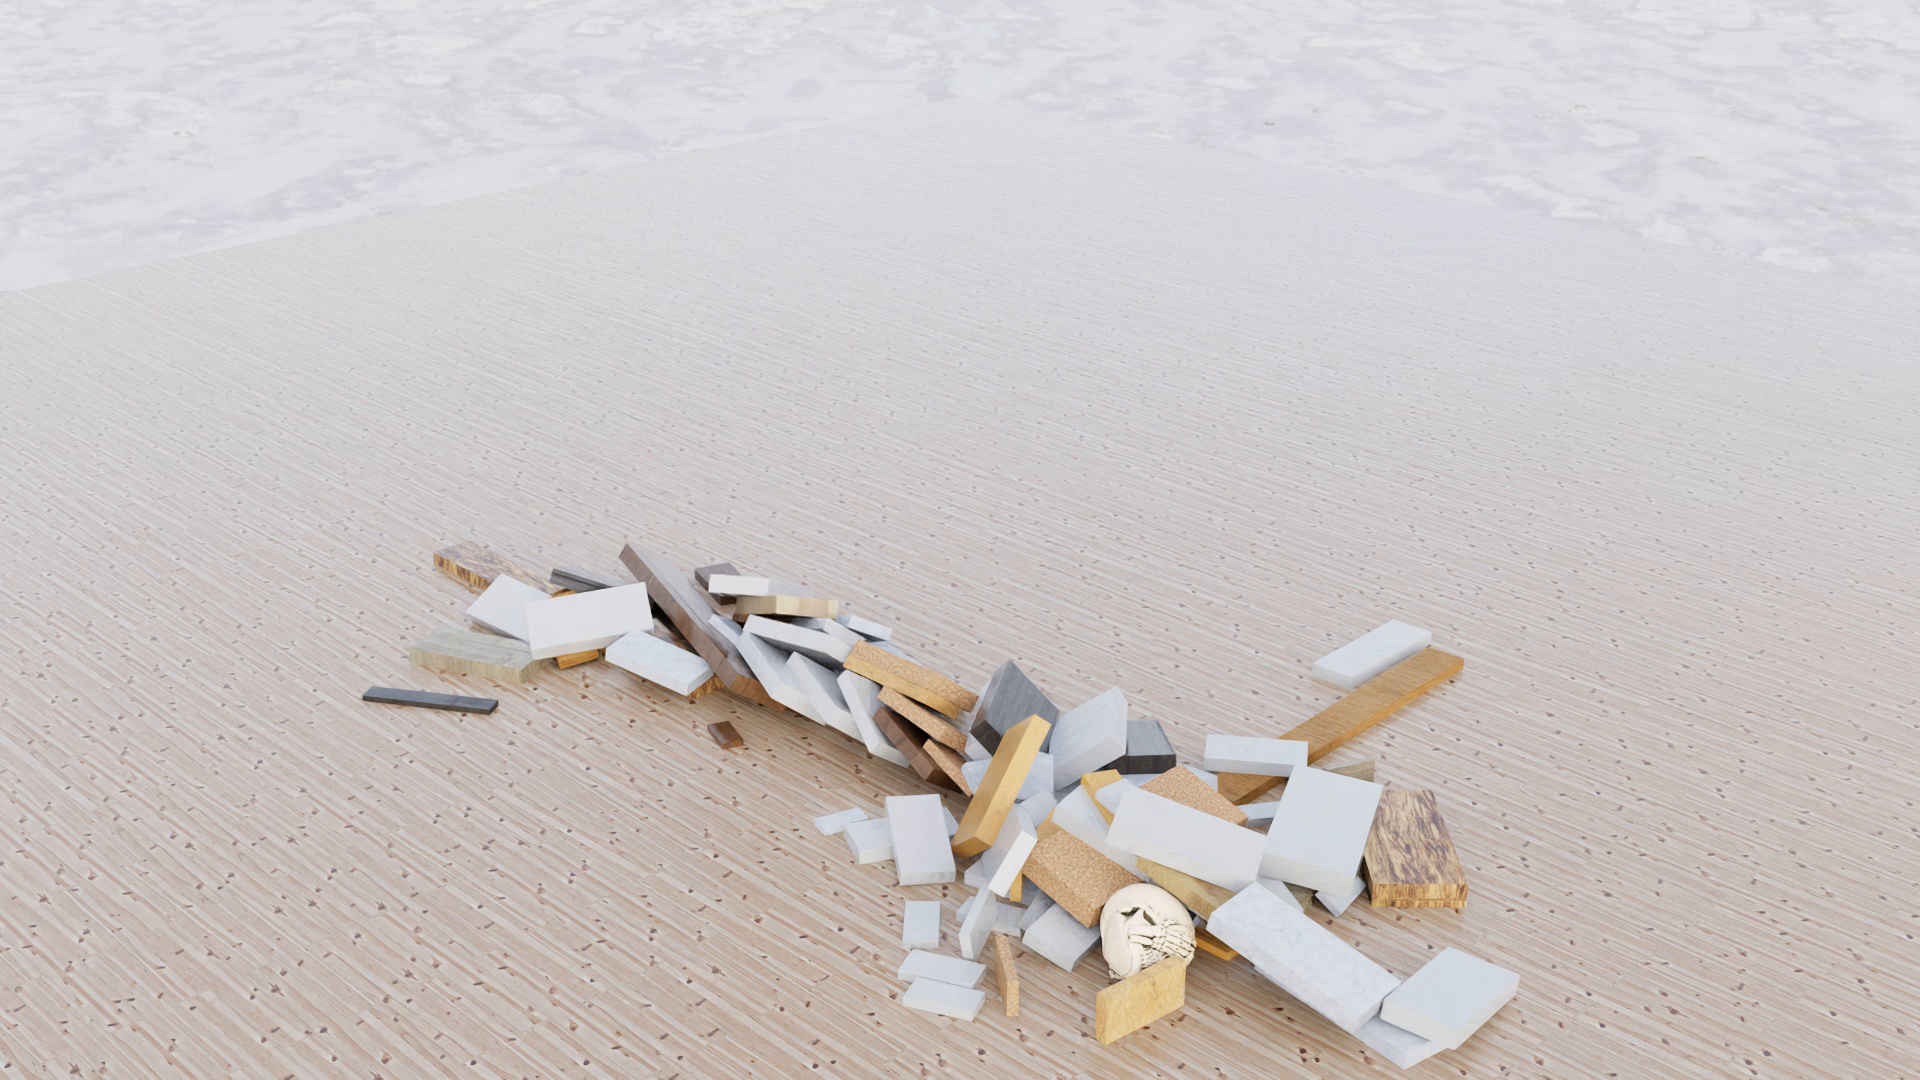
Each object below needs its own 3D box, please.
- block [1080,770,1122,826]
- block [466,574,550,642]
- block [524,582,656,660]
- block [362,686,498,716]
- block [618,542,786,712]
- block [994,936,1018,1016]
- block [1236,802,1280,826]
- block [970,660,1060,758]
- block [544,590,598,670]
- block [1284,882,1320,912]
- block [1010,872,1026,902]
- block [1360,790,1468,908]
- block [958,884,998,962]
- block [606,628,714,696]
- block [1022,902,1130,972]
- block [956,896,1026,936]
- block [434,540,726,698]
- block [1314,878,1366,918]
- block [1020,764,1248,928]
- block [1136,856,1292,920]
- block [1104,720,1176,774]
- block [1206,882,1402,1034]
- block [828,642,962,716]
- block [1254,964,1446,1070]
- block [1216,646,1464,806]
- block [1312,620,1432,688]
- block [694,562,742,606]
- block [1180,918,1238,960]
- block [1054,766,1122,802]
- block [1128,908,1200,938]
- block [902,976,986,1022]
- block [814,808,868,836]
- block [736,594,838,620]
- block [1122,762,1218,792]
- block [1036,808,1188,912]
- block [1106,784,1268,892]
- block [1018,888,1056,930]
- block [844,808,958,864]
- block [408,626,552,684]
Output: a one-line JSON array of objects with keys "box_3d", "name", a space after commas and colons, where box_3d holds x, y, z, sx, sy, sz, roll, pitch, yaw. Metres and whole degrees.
[{"box_3d": [0.292, 0.490, 4.122, 0.073, 0.021, 0.146, -5, 38, -26], "name": "block"}, {"box_3d": [-1.046, 0.173, 5.228, 0.261, 0.037, 0.130, 20, 60, 39], "name": "block"}, {"box_3d": [-0.854, 0.186, 5.072, 0.280, 0.040, 0.140, -10, 51, -10], "name": "block"}, {"box_3d": [-1.180, 0.358, 4.900, 0.305, 0.014, 0.049, 5, 24, 12], "name": "block"}, {"box_3d": [-0.609, 0.194, 5.153, 0.148, 0.042, 0.803, 27, 7, -33], "name": "block"}, {"box_3d": [0.082, 0.765, 3.866, 0.020, 0.071, 0.142, -3, 23, -7], "name": "block"}, {"box_3d": [0.604, 0.553, 4.435, 0.116, 0.016, 0.058, -5, 23, -11], "name": "block"}, {"box_3d": [0.118, 0.381, 4.615, 0.045, 0.160, 0.320, -41, 8, 21], "name": "block"}, {"box_3d": [-0.911, 0.207, 5.100, 0.093, 0.026, 0.185, -17, 56, -15], "name": "block"}, {"box_3d": [0.583, 0.641, 4.208, 0.230, 0.033, 0.115, 20, 30, 39], "name": "block"}, {"box_3d": [0.115, 0.613, 4.158, 0.021, 0.073, 0.146, 3, 23, 8], "name": "block"}, {"box_3d": [0.863, 0.598, 4.288, 0.178, 0.050, 0.355, 0, 23, 0], "name": "block"}, {"box_3d": [0.034, 0.698, 3.997, 0.020, 0.071, 0.142, 2, 31, 20], "name": "block"}, {"box_3d": [-0.674, 0.274, 4.946, 0.221, 0.031, 0.110, 22, 31, 20], "name": "block"}, {"box_3d": [0.214, 0.704, 4.028, 0.105, 0.030, 0.211, 29, 33, 21], "name": "block"}, {"box_3d": [0.065, 0.699, 4.089, 0.130, 0.018, 0.065, 10, 25, 22], "name": "block"}, {"box_3d": [-0.930, 0.178, 5.301, 0.110, 0.031, 1.065, -21, 31, -40], "name": "block"}, {"box_3d": [0.718, 0.660, 4.144, 0.058, 0.016, 0.116, 47, 39, 10], "name": "block"}, {"box_3d": [0.334, 0.572, 4.155, 0.457, 0.050, 0.178, -22, 48, -42], "name": "block"}, {"box_3d": [0.523, 0.668, 3.921, 0.443, 0.035, 0.122, 34, 38, 30], "name": "block"}, {"box_3d": [0.363, 0.433, 4.607, 0.140, 0.040, 0.280, -1, 10, -2], "name": "block"}, {"box_3d": [0.592, 0.717, 3.799, 0.313, 0.039, 0.136, 33, 38, 29], "name": "block"}, {"box_3d": [-0.152, 0.320, 4.948, 0.160, 0.045, 0.330, -16, 28, -33], "name": "block"}, {"box_3d": [0.682, 0.799, 3.835, 0.115, 0.033, 0.364, -16, 28, -33], "name": "block"}, {"box_3d": [0.822, 0.401, 4.783, 0.092, 0.026, 0.893, 20, 30, 39], "name": "block"}, {"box_3d": [0.957, 0.263, 5.103, 0.105, 0.030, 0.329, 21, 31, 40], "name": "block"}, {"box_3d": [-0.585, 0.109, 5.471, 0.093, 0.026, 0.185, -11, 25, -24], "name": "block"}, {"box_3d": [0.461, 0.728, 4.024, 0.117, 0.017, 0.059, 21, 31, 40], "name": "block"}, {"box_3d": [0.268, 0.506, 4.531, 0.232, 0.030, 0.107, -10, 25, -21], "name": "block"}, {"box_3d": [0.376, 0.705, 4.050, 0.117, 0.017, 0.058, 0, 20, 29], "name": "block"}, {"box_3d": [-0.028, 0.803, 3.846, 0.130, 0.018, 0.065, 9, 24, 19], "name": "block"}, {"box_3d": [-0.238, 0.565, 4.412, 0.097, 0.014, 0.049, -11, 26, -26], "name": "block"}, {"box_3d": [-0.408, 0.159, 5.141, 0.148, 0.042, 0.295, 7, -5, -23], "name": "block"}, {"box_3d": [0.386, 0.500, 4.438, 0.245, 0.035, 0.122, -7, 12, -33], "name": "block"}, {"box_3d": [0.292, 0.613, 4.154, 0.315, 0.031, 0.109, 25, 35, 15], "name": "block"}, {"box_3d": [0.413, 0.545, 3.996, 0.273, 0.039, 0.136, 20, 33, 8], "name": "block"}, {"box_3d": [0.162, 0.689, 4.072, 0.065, 0.018, 0.130, 29, 34, 9], "name": "block"}, {"box_3d": [-0.111, 0.584, 4.347, 0.214, 0.030, 0.107, -8, 24, -17], "name": "block"}, {"box_3d": [-1.109, 0.265, 5.089, 0.301, 0.037, 0.131, 9, 25, 20], "name": "block"}]
